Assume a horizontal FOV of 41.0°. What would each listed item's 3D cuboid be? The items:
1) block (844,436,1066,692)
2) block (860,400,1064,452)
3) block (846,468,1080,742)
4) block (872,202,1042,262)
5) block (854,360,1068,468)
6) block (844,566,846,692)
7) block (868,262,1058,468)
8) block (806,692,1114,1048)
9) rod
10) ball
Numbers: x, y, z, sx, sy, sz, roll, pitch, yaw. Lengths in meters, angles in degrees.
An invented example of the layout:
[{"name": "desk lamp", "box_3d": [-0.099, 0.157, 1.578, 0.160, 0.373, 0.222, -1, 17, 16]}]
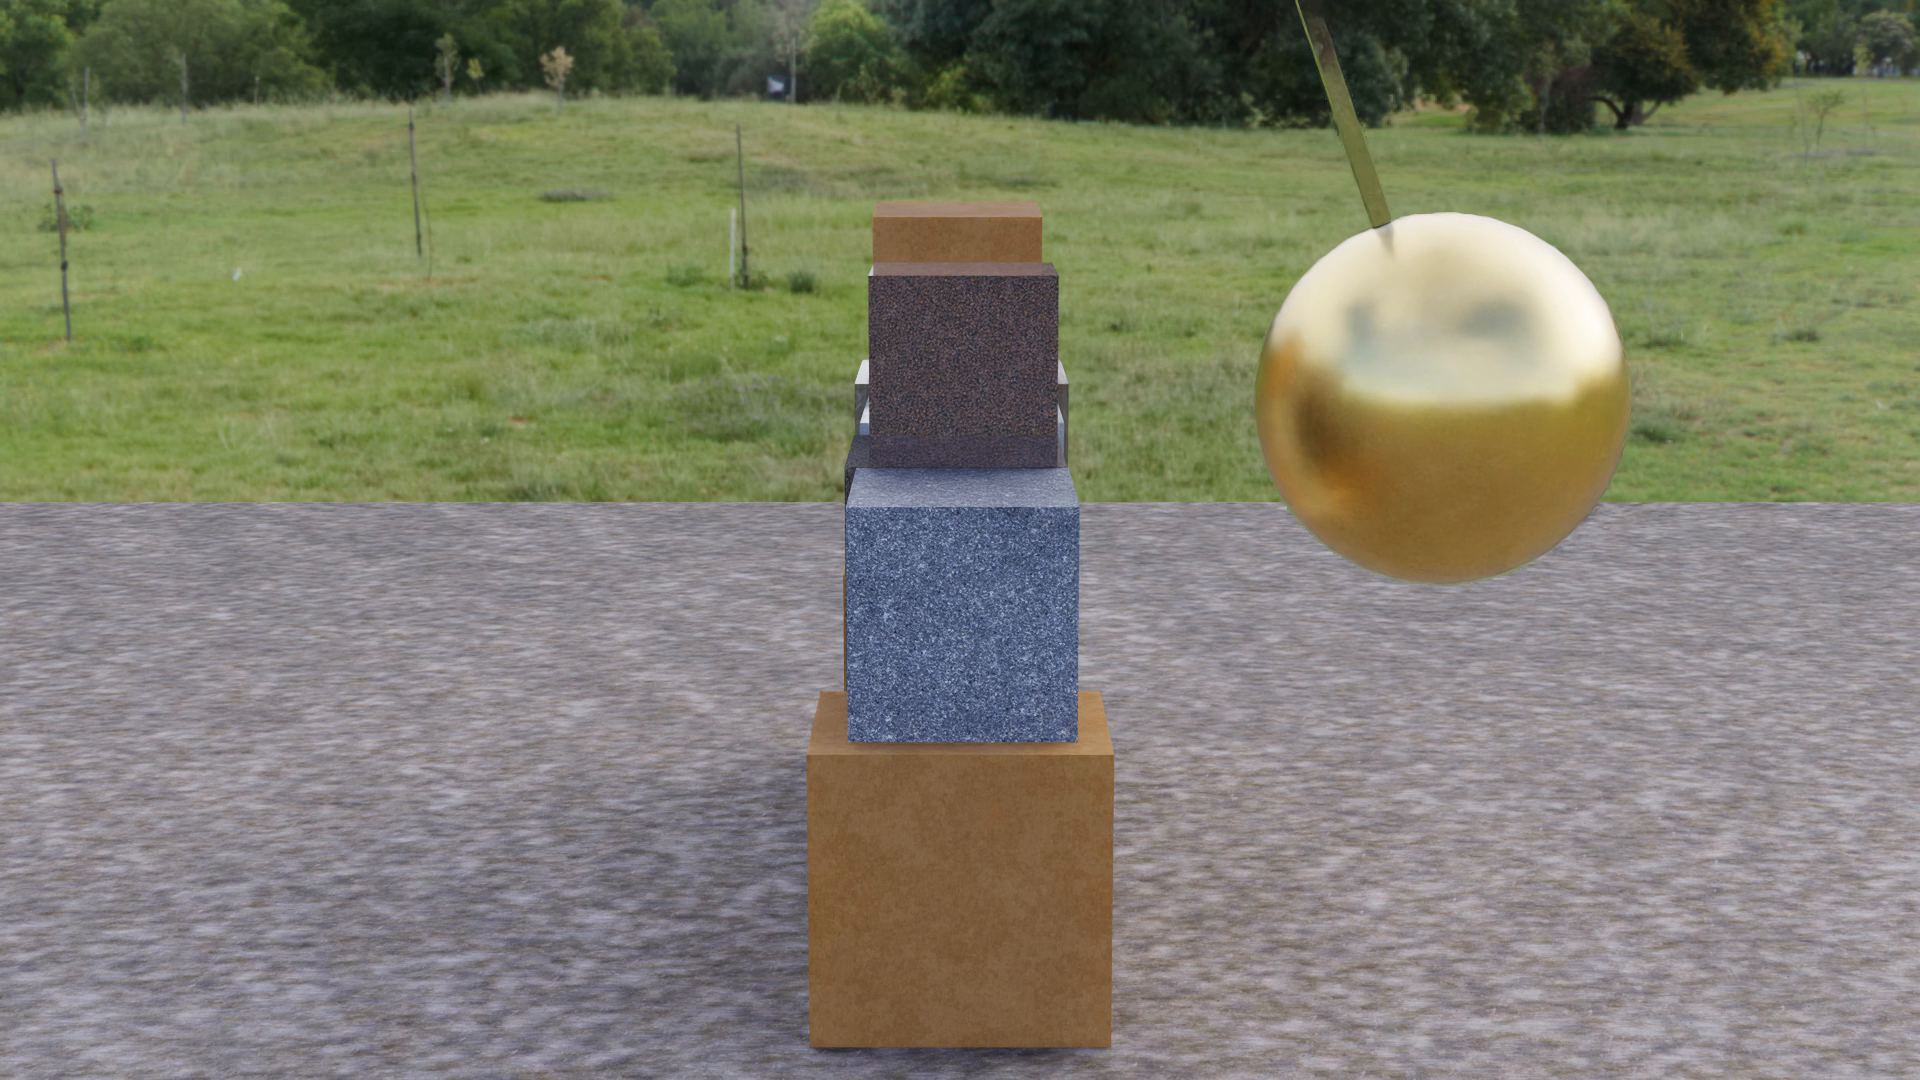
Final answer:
[{"name": "block", "box_3d": [-0.017, 0.097, 10.645, 0.877, 0.946, 0.908, 0, 10, 0]}, {"name": "block", "box_3d": [0.009, -0.095, 11.589, 0.877, 0.997, 0.988, 0, 10, 0]}, {"name": "block", "box_3d": [0.010, 0.227, 9.726, 0.838, 0.869, 0.926, 0, 10, 0]}, {"name": "block", "box_3d": [-0.011, -1.079, 11.626, 0.739, 0.840, 0.725, 0, 13, 0]}, {"name": "block", "box_3d": [0.007, -0.372, 12.563, 1.000, 0.912, 1.016, 0, 10, 0]}, {"name": "block", "box_3d": [-0.014, 0.632, 12.841, 1.081, 1.162, 1.177, 0, 10, 0]}, {"name": "block", "box_3d": [0.014, -0.719, 10.382, 0.740, 0.755, 0.715, 0, 10, 0]}, {"name": "block", "box_3d": [0.001, 1.225, 9.748, 1.102, 1.103, 0.961, 0, 10, 0]}, {"name": "rod", "box_3d": [0.899, -3.748, 10.499, 0.080, 5.200, 0.080, -20, 10, 4]}, {"name": "ball", "box_3d": [2.074, -0.609, 11.070, 1.600, 1.600, 1.600, 0, 10, 0]}]
